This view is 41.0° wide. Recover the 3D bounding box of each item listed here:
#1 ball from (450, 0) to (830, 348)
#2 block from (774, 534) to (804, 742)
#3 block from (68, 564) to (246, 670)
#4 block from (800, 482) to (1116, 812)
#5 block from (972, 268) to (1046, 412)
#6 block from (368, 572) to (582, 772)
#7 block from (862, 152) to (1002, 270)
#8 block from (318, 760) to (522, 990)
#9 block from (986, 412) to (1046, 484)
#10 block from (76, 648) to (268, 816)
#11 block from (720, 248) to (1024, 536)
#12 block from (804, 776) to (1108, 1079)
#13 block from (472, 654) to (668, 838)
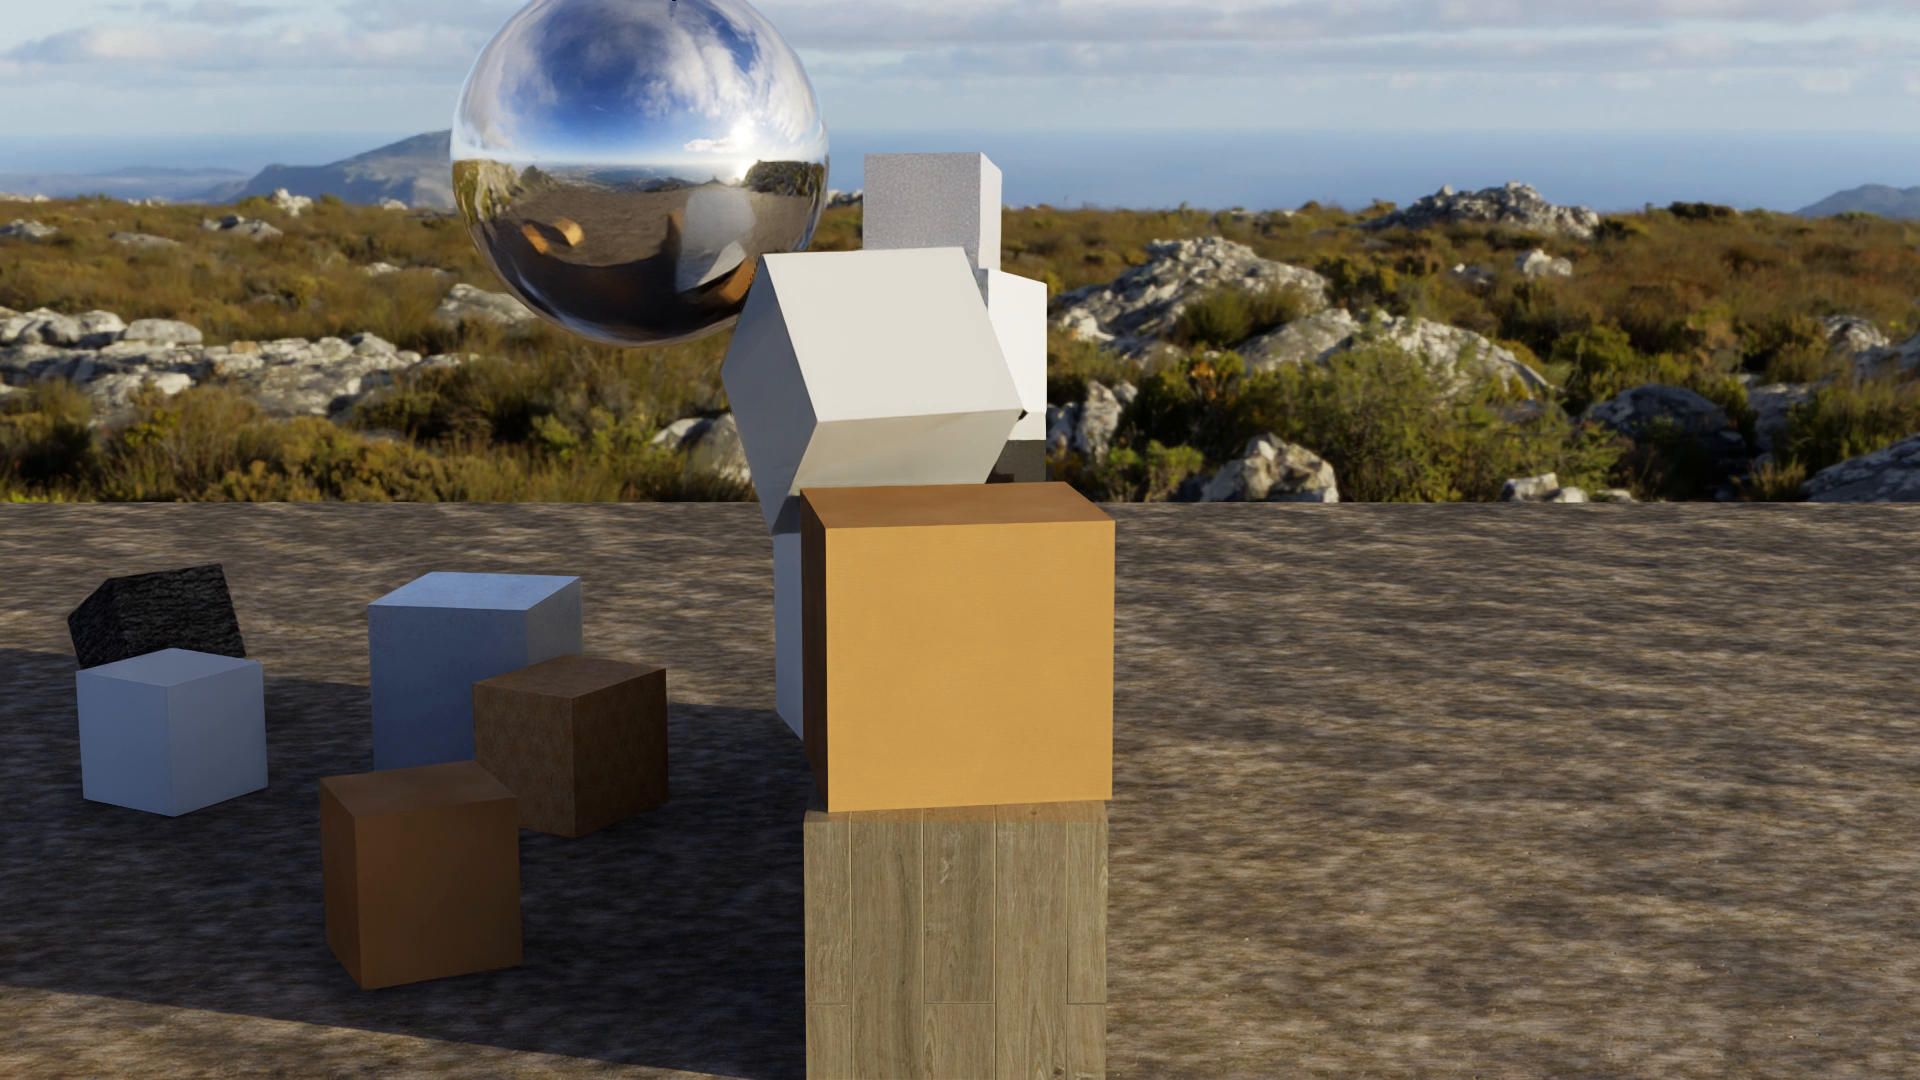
[{"bbox_3d":[-1.351,-1.616,10.886,1.600,1.600,1.600,0,10,0],"label":"ball"},{"bbox_3d":[-0.185,0.345,10.353,0.947,0.879,0.962,-3,11,-16],"label":"block"},{"bbox_3d":[-4.499,0.540,14.360,0.654,0.547,0.678,-9,-14,-41],"label":"block"},{"bbox_3d":[-0.030,0.364,9.377,1.013,1.006,0.880,-2,10,-9],"label":"block"},{"bbox_3d":[-0.032,-0.948,12.487,0.684,0.643,0.724,0,-1,24],"label":"block"},{"bbox_3d":[-2.427,0.718,12.969,0.810,0.947,0.857,2,10,9],"label":"block"},{"bbox_3d":[-0.135,-1.570,12.726,0.581,0.603,0.552,1,-2,11],"label":"block"},{"bbox_3d":[-2.168,1.330,10.296,0.642,0.698,0.618,-5,11,-26],"label":"block"},{"bbox_3d":[-0.067,-0.055,12.108,0.935,0.985,0.961,0,10,2],"label":"block"},{"bbox_3d":[-3.876,0.935,12.636,0.627,0.639,0.613,6,12,30],"label":"block"},{"bbox_3d":[-0.361,-0.584,9.989,0.832,0.794,0.733,-5,-32,-24],"label":"block"},{"bbox_3d":[-0.015,1.362,9.388,1.050,0.962,0.941,0,10,0],"label":"block"},{"bbox_3d":[-1.863,0.977,12.324,0.598,0.669,0.720,6,12,30],"label":"block"}]
